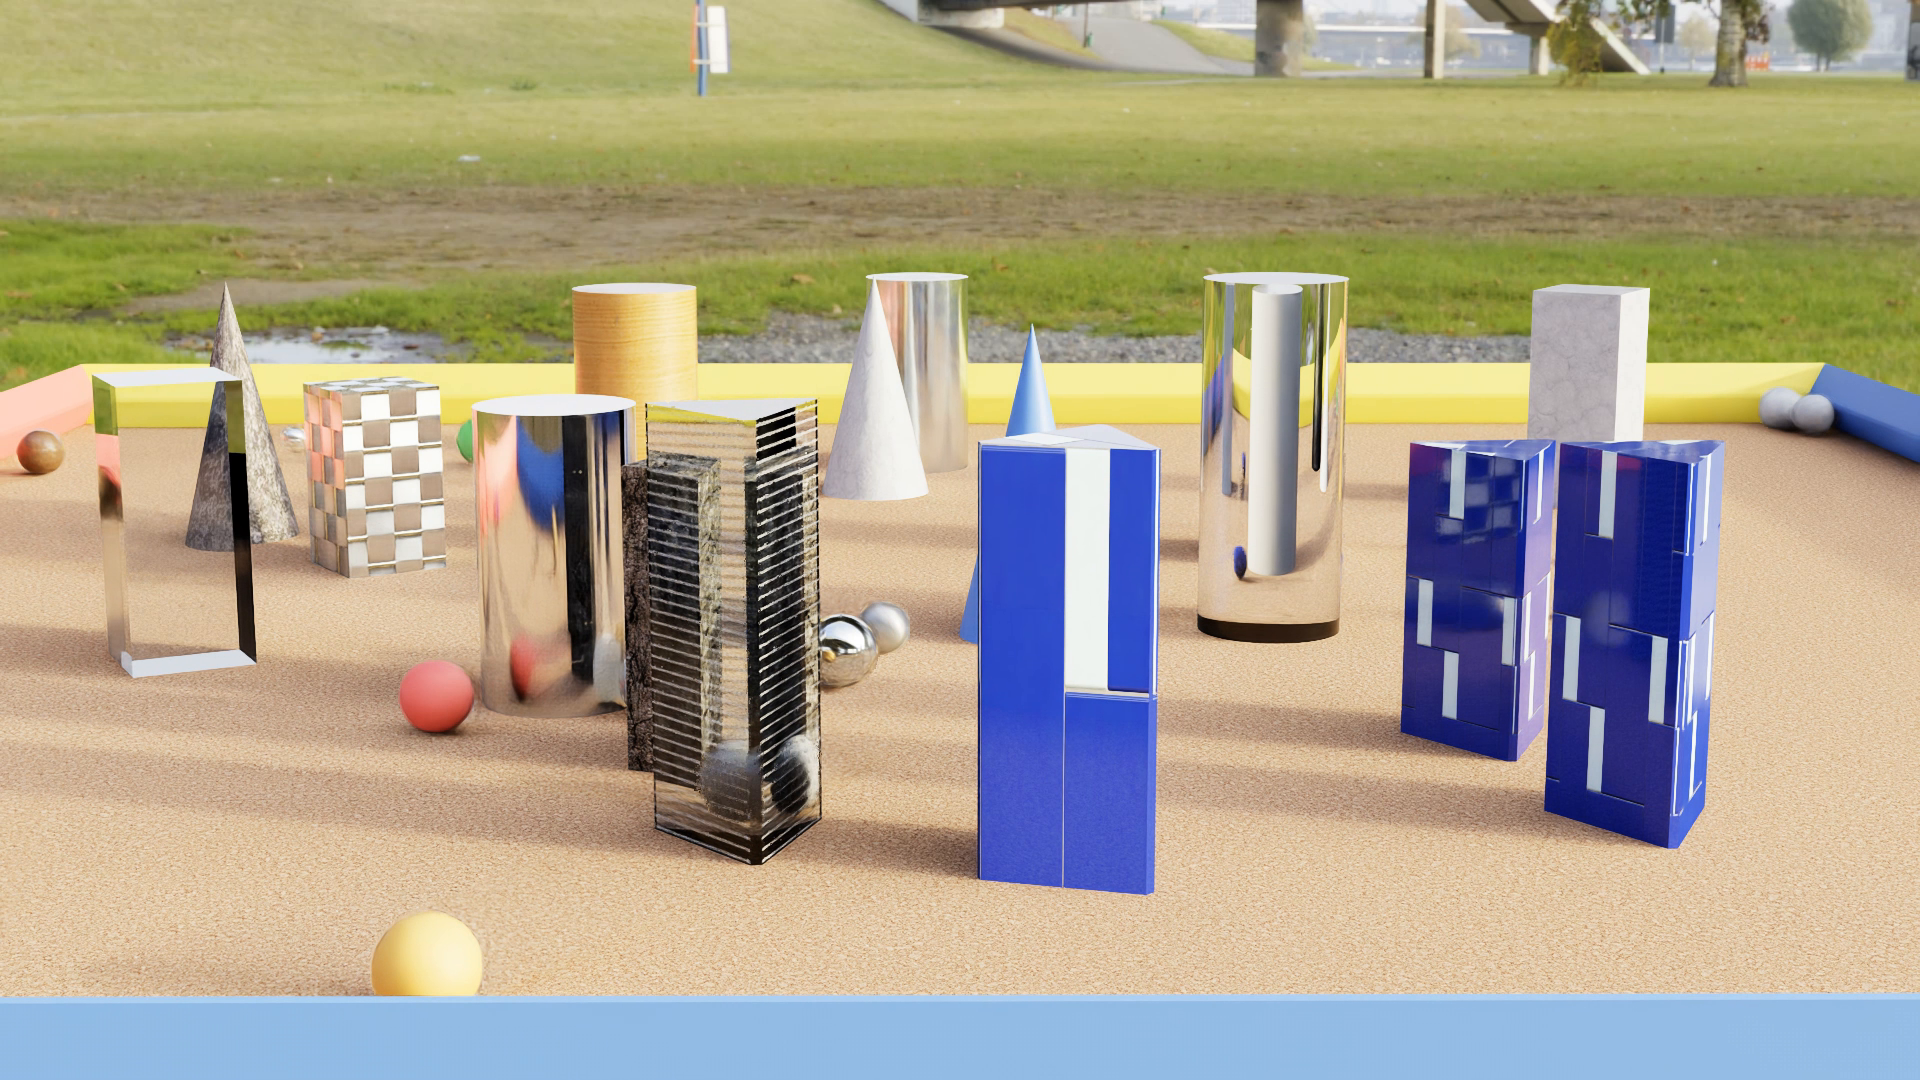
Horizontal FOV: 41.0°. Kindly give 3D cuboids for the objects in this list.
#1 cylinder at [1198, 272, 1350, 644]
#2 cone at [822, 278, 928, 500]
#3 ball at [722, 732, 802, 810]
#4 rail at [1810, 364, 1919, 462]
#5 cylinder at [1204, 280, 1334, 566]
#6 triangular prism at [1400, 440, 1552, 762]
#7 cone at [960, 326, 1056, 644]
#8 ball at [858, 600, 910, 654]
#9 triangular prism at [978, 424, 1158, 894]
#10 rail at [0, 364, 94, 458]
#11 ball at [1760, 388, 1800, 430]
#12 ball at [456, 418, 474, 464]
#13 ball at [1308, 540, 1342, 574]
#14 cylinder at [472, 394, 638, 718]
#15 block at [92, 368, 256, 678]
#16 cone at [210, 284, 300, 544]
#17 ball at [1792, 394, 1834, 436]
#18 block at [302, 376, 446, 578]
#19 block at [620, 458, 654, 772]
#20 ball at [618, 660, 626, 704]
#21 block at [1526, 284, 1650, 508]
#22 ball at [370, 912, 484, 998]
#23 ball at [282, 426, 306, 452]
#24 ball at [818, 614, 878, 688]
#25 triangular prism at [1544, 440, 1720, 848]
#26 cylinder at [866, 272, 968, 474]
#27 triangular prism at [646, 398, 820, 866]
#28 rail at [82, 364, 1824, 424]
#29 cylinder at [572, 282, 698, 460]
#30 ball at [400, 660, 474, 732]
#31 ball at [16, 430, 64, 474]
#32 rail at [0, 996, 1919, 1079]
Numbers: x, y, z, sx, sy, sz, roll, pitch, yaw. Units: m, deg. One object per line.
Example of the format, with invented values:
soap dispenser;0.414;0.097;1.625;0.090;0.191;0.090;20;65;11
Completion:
cylinder;0.400;-0.109;3.292;0.184;0.454;0.184;0;11;0
cone;-0.145;-0.266;4.354;0.184;0.371;0.184;0;11;0
ball;-0.194;0.227;2.523;0.077;0.077;0.077;0;11;0
rail;1.743;0.029;3.460;0.045;0.119;3.571;0;11;0
cylinder;0.455;-0.176;3.788;0.184;0.403;0.184;0;11;0
triangular prism;0.588;0.056;2.771;0.138;0.321;0.159;-8;13;-36
cone;0.091;-0.077;3.263;0.184;0.402;0.184;0;11;0
ball;-0.096;0.108;3.187;0.066;0.066;0.066;0;11;0
triangular prism;0.111;0.102;2.320;0.159;0.397;0.138;3;11;16
rail;-1.743;0.033;3.440;0.045;0.119;3.571;0;11;0
ball;1.638;-0.262;5.113;0.085;0.085;0.085;0;11;0
ball;-0.869;-0.179;4.659;0.089;0.089;0.089;0;11;0
ball;0.524;0.024;3.682;0.049;0.049;0.049;0;11;0
cylinder;-0.459;0.015;2.933;0.184;0.342;0.184;0;11;0
block;-0.959;-0.025;3.131;0.147;0.349;0.147;-6;12;-28
cone;-1.121;-0.202;3.951;0.184;0.394;0.184;0;11;0
ball;1.674;-0.245;5.036;0.081;0.081;0.081;0;11;0
block;-0.850;-0.094;3.724;0.147;0.265;0.147;-7;13;-35
block;-0.249;0.074;2.679;0.147;0.320;0.147;4;11;21
ball;-0.344;0.159;2.879;0.080;0.080;0.080;0;11;0
block;1.038;-0.237;4.246;0.147;0.355;0.147;7;12;32
ball;-0.408;0.327;1.966;0.084;0.084;0.084;0;11;0
ball;-1.248;-0.188;4.817;0.049;0.049;0.049;0;11;0
ball;-0.140;0.130;3.018;0.086;0.086;0.086;0;11;0
triangular prism;0.678;0.091;2.469;0.138;0.365;0.159;-7;13;-35
cylinder;-0.077;-0.304;4.634;0.184;0.343;0.184;0;11;0
triangular prism;-0.188;0.077;2.416;0.138;0.412;0.159;-9;14;-41
rail;-0.010;-0.293;5.181;3.533;0.119;0.045;0;11;0
cylinder;-0.484;-0.182;3.852;0.184;0.392;0.184;0;11;0
ball;-0.573;0.171;2.813;0.079;0.079;0.079;0;11;0
ball;-1.634;-0.156;4.561;0.081;0.081;0.081;0;11;0
rail;0.010;0.355;1.718;3.533;0.119;0.045;0;11;0
